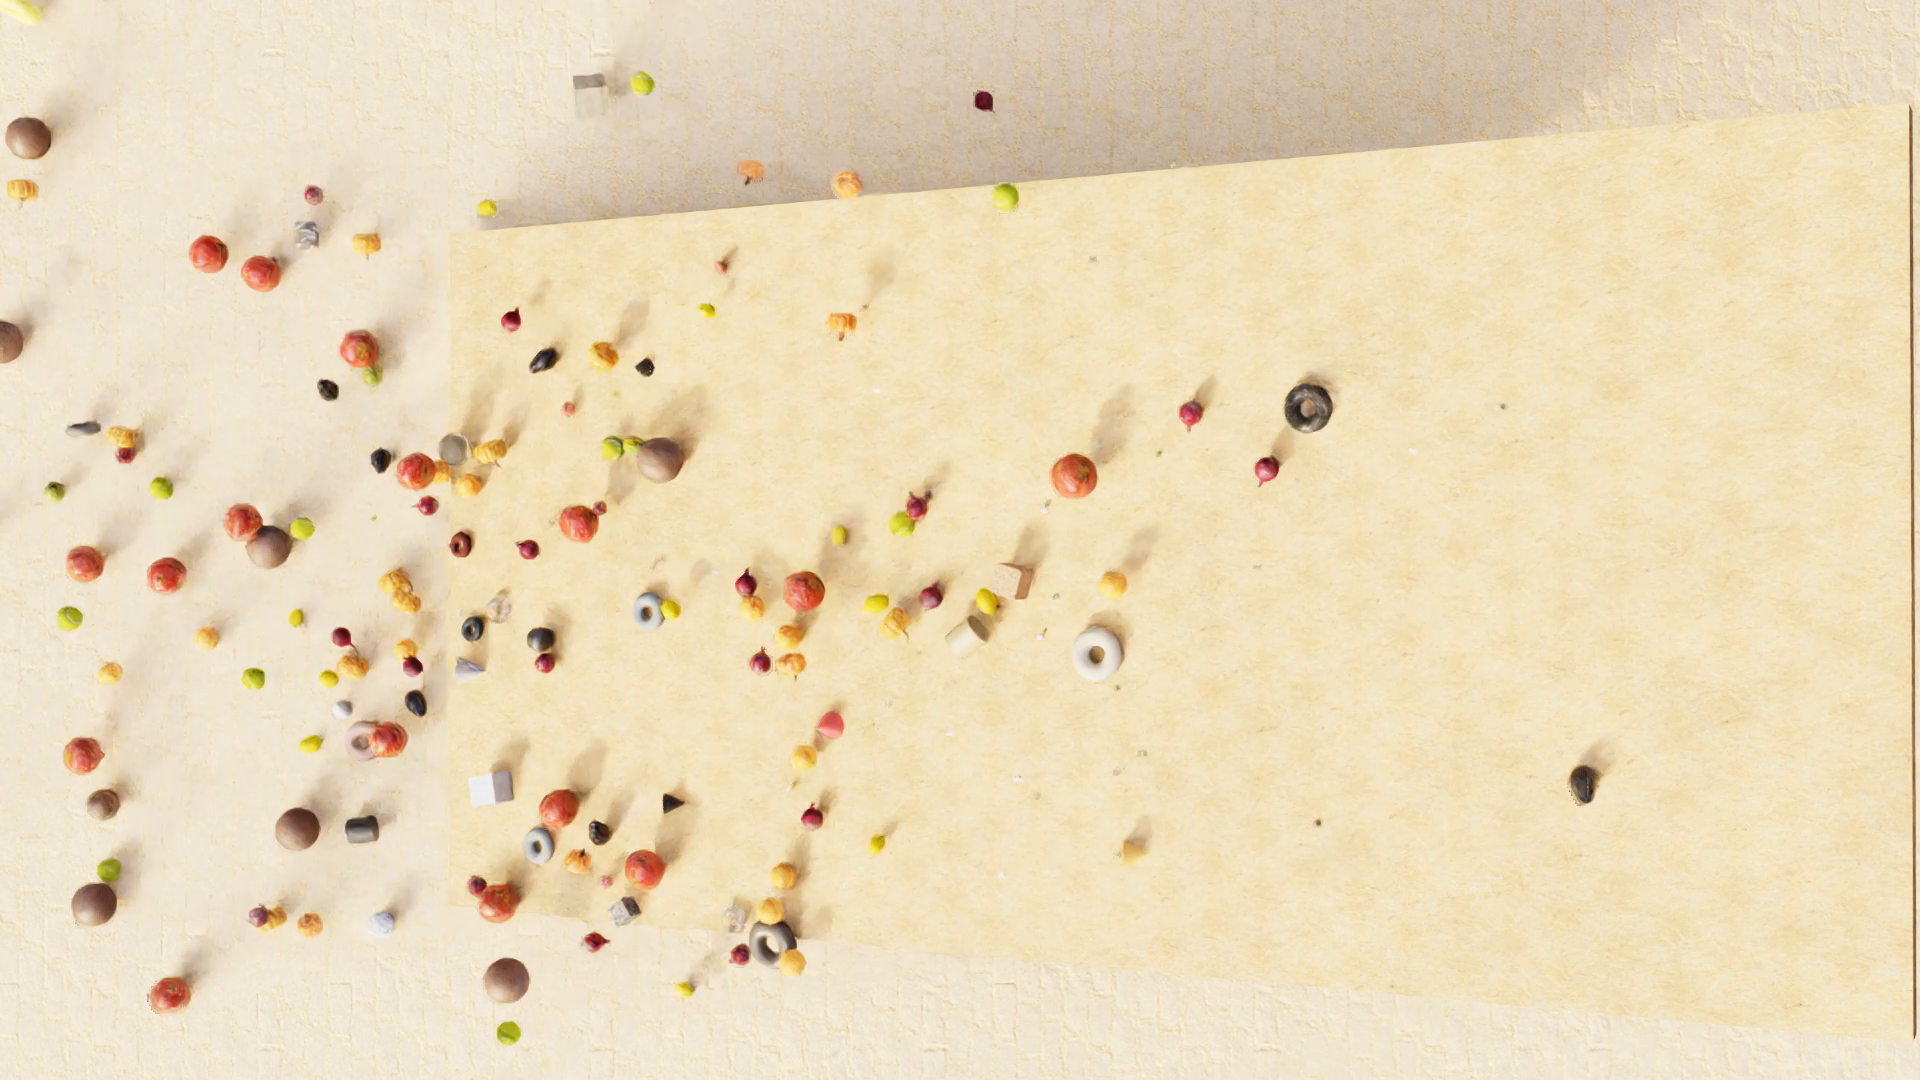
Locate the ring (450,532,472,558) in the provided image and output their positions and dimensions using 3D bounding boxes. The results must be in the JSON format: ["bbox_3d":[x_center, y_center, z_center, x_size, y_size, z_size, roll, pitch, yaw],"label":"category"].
[{"bbox_3d":[-1.477,0.016,6.505,0.077,0.026,0.077,-2,86,31],"label":"ring"}]

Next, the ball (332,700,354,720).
[{"bbox_3d":[-1.851,0.508,6.595,0.059,0.059,0.059,0,89,0],"label":"ball"}]

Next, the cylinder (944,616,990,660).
[{"bbox_3d":[0.019,0.253,5.686,0.082,0.082,0.082,-39,89,22],"label":"cylinder"}]

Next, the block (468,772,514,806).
[{"bbox_3d":[-1.364,0.725,6.405,0.086,0.086,0.086,-13,84,27],"label":"block"}]

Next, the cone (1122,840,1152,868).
[{"bbox_3d":[0.442,0.783,5.486,0.072,0.072,0.072,-3,89,1],"label":"cone"}]

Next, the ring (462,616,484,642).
[{"bbox_3d":[-1.438,0.264,6.483,0.077,0.026,0.077,-1,87,28],"label":"ring"}]

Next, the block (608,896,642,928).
[{"bbox_3d":[-0.945,1.047,6.197,0.058,0.058,0.058,-40,72,22],"label":"block"}]

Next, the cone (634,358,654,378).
[{"bbox_3d":[-0.900,-0.486,6.191,0.056,0.056,0.056,0,89,28],"label":"cone"}]

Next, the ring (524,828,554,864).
[{"bbox_3d":[-1.216,0.885,6.354,0.106,0.035,0.106,1,91,31],"label":"ring"}]

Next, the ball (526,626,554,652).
[{"bbox_3d":[-1.211,0.287,6.334,0.076,0.076,0.076,0,89,0],"label":"ball"}]

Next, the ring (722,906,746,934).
[{"bbox_3d":[-0.622,1.044,6.046,0.078,0.026,0.078,0,91,27],"label":"ring"}]

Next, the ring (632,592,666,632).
[{"bbox_3d":[-0.875,0.203,6.182,0.109,0.036,0.109,0,91,28],"label":"ring"}]

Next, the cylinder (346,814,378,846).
[{"bbox_3d":[-1.789,0.868,6.582,0.077,0.077,0.077,-17,89,-17],"label":"cylinder"}]

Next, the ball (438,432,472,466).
[{"bbox_3d":[-1.488,-0.267,6.474,0.097,0.097,0.097,0,89,0],"label":"ball"}]

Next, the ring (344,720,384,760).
[{"bbox_3d":[-1.789,0.603,6.604,0.122,0.041,0.122,0,90,1],"label":"ring"}]

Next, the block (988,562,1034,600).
[{"bbox_3d":[0.132,0.106,5.632,0.076,0.076,0.076,18,98,27],"label":"block"}]

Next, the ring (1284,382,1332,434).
[{"bbox_3d":[0.837,-0.317,5.287,0.122,0.041,0.122,0,91,27],"label":"ring"}]

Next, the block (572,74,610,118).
[{"bbox_3d":[-1.100,-1.324,6.555,0.092,0.092,0.092,-8,127,-12],"label":"block"}]

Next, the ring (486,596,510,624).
[{"bbox_3d":[-1.350,0.204,6.436,0.082,0.027,0.082,-1,88,29],"label":"ring"}]

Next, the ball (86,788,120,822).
[{"bbox_3d":[-2.562,0.792,6.574,0.096,0.096,0.096,0,89,0],"label":"ball"}]

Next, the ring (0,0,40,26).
[{"bbox_3d":[-2.816,-1.590,6.576,0.138,0.138,0.046,27,78,0],"label":"ring"}]

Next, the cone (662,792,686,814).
[{"bbox_3d":[-0.795,0.735,6.139,0.061,0.061,0.061,-3,89,10],"label":"cone"}]

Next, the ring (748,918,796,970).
[{"bbox_3d":[-0.509,1.097,5.977,0.148,0.049,0.148,7,105,27],"label":"ring"}]

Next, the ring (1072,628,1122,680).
[{"bbox_3d":[0.345,0.287,5.536,0.136,0.045,0.136,-1,88,27],"label":"ring"}]

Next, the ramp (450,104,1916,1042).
[{"bbox_3d":[0.277,0.078,5.655,4.000,0.100,2.000,0,89,28],"label":"ramp"}]

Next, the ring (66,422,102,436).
[{"bbox_3d":[-2.624,-0.331,6.582,0.101,0.101,0.034,-6,100,0],"label":"ring"}]

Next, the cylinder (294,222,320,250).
[{"bbox_3d":[-1.960,-0.912,6.597,0.070,0.070,0.070,-1,81,0],"label":"cylinder"}]

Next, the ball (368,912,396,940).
[{"bbox_3d":[-1.730,1.152,6.577,0.082,0.082,0.082,0,89,0],"label":"ball"}]

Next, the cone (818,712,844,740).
[{"bbox_3d":[-0.363,0.501,5.887,0.077,0.077,0.077,0,89,28],"label":"cone"}]
